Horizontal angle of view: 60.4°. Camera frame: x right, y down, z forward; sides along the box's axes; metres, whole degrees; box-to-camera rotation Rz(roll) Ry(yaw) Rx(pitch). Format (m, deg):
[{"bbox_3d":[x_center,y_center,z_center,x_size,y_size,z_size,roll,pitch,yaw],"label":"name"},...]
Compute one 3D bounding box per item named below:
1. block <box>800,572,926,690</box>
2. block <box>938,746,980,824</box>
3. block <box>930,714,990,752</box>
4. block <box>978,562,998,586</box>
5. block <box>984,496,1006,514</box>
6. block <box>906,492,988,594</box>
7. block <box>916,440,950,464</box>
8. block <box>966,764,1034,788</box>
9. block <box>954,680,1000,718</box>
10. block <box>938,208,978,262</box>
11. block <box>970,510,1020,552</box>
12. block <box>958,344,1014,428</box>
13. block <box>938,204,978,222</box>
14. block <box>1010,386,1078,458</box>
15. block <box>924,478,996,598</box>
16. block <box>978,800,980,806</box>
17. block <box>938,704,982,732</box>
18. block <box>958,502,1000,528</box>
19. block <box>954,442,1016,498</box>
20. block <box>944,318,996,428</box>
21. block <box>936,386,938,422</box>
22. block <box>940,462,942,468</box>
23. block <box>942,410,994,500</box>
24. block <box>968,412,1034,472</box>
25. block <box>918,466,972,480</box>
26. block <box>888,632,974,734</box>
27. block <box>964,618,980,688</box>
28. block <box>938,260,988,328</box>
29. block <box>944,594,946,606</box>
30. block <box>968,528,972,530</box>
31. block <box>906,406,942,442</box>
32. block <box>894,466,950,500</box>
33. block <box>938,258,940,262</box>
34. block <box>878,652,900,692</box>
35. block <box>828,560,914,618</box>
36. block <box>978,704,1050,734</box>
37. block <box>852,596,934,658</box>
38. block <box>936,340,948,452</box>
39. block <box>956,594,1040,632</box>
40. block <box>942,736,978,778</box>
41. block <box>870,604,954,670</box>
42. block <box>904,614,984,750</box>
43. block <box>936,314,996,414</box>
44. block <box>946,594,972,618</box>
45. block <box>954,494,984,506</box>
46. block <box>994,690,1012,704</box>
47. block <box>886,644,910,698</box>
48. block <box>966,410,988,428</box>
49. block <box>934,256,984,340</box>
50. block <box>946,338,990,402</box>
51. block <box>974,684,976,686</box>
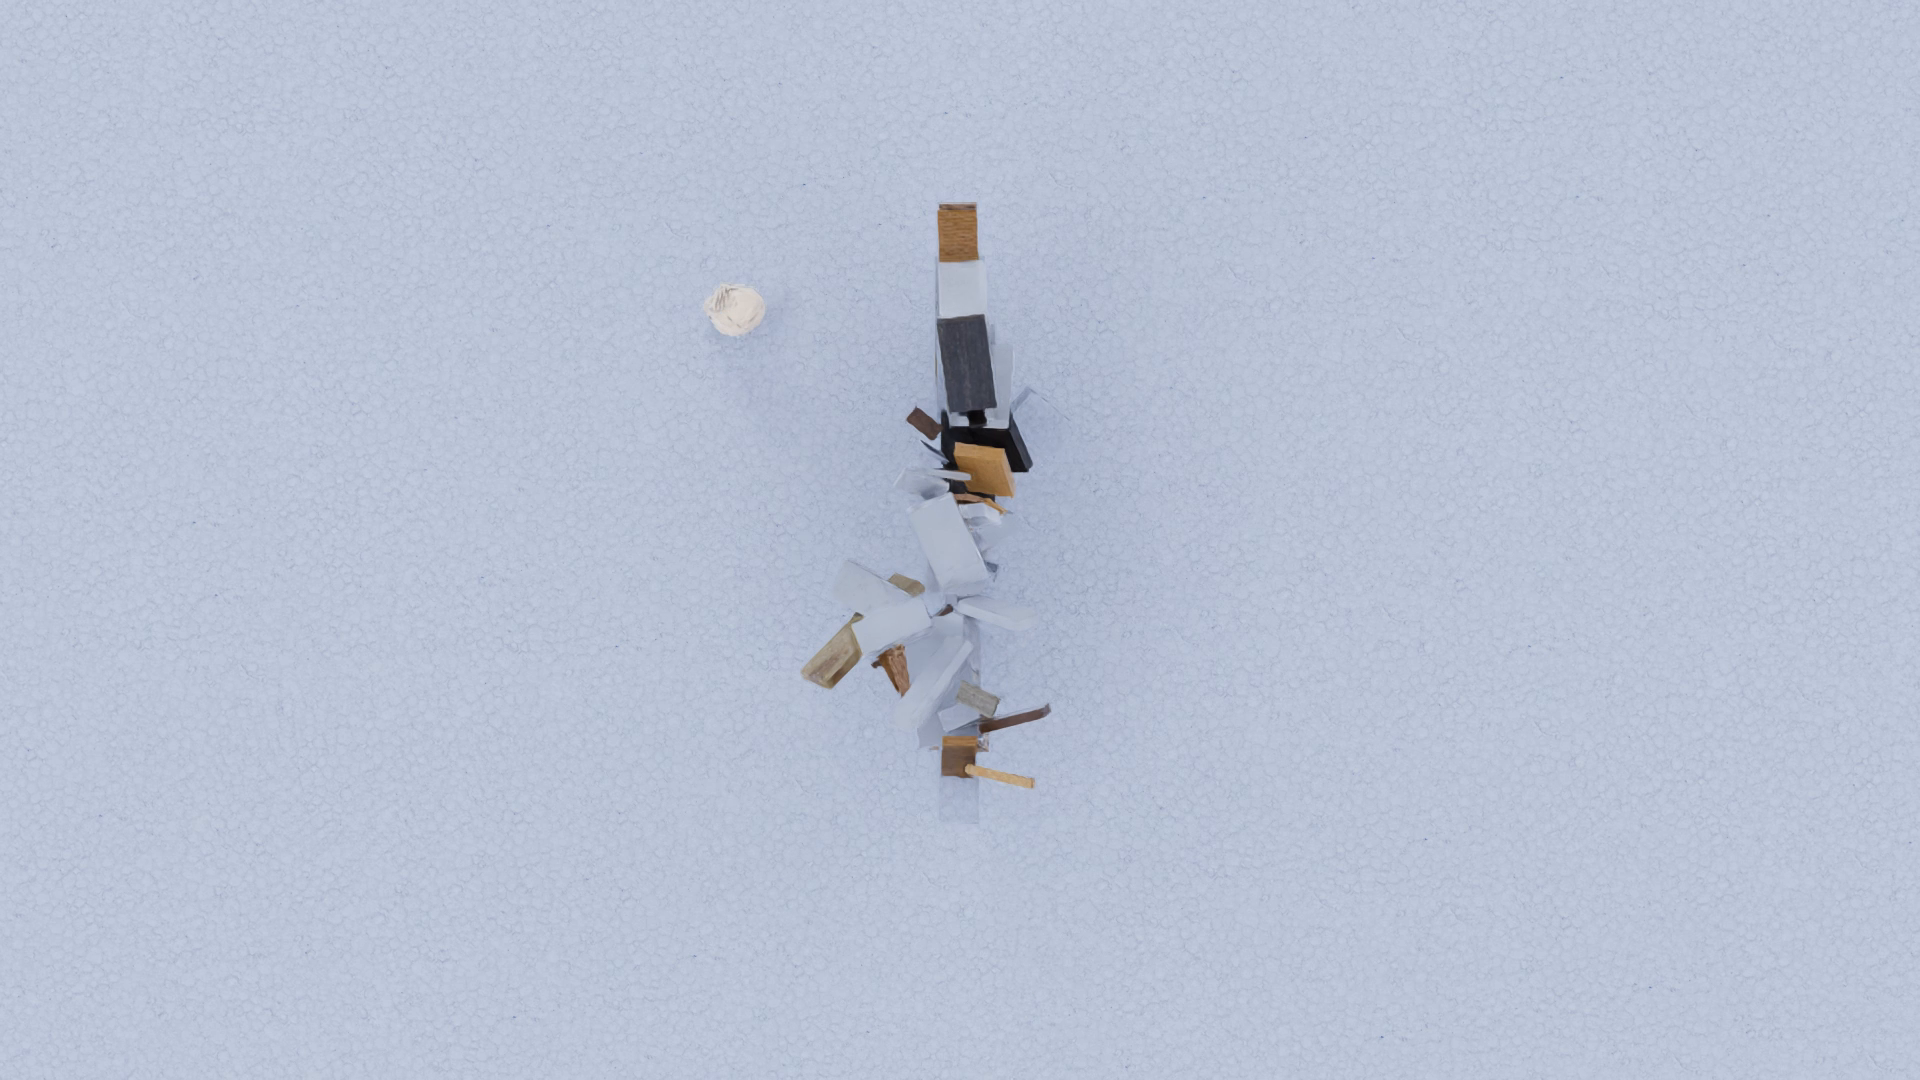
[{"bbox_3d":[-0.293,0.274,5.021,0.443,0.122,0.035,-46,130,-24],"label":"block"},{"bbox_3d":[-0.004,0.716,4.837,0.115,0.033,0.230,-1,76,0],"label":"block"},{"bbox_3d":[-0.004,0.554,4.812,0.178,0.368,0.050,1,71,0],"label":"block"},{"bbox_3d":[0.039,0.088,4.893,0.136,0.313,0.039,13,94,2],"label":"block"},{"bbox_3d":[0.070,-0.056,5.041,0.073,0.021,0.146,33,117,-12],"label":"block"},{"bbox_3d":[-0.034,0.008,4.663,0.136,0.039,0.273,-21,115,7],"label":"block"},{"bbox_3d":[-0.077,-0.251,4.713,0.014,0.097,0.049,-50,47,12],"label":"block"},{"bbox_3d":[0.111,0.655,4.574,0.184,0.092,0.026,12,83,9],"label":"block"},{"bbox_3d":[0.047,0.434,4.484,0.116,0.016,0.058,25,100,23],"label":"block"},{"bbox_3d":[-0.005,-0.820,4.656,0.110,0.031,0.221,-2,103,0],"label":"block"},{"bbox_3d":[0.103,-0.026,5.017,0.146,0.021,0.073,-27,126,-2],"label":"block"},{"bbox_3d":[0.076,-0.443,4.701,0.140,0.040,0.280,4,55,2],"label":"block"},{"bbox_3d":[-0.004,-0.834,5.075,0.110,0.867,0.031,0,77,0],"label":"block"},{"bbox_3d":[0.241,-0.352,4.947,0.122,0.035,0.245,-49,134,7],"label":"block"},{"bbox_3d":[0.002,-0.009,5.115,0.180,0.051,0.359,9,90,0],"label":"block"},{"bbox_3d":[-0.001,0.761,5.170,0.115,0.660,0.033,0,95,0],"label":"block"},{"bbox_3d":[0.000,0.480,4.532,0.116,0.016,0.058,-26,88,26],"label":"block"},{"bbox_3d":[0.027,-0.069,4.793,0.136,0.273,0.039,-5,84,11],"label":"block"},{"bbox_3d":[0.074,-0.202,4.793,0.140,0.280,0.040,9,72,12],"label":"block"},{"bbox_3d":[0.033,-0.492,4.875,0.160,0.045,0.320,-4,120,2],"label":"block"},{"bbox_3d":[0.000,-0.483,5.083,0.148,0.042,0.295,0,127,0],"label":"block"},{"bbox_3d":[0.005,-0.305,5.208,0.135,0.038,0.271,0,90,0],"label":"block"},{"bbox_3d":[0.025,-0.236,5.034,0.160,0.045,0.320,-1,102,0],"label":"block"},{"bbox_3d":[0.103,-0.317,4.854,0.140,0.280,0.040,5,48,33],"label":"block"},{"bbox_3d":[-0.044,-0.191,4.717,0.142,0.071,0.020,6,96,-39],"label":"block"},{"bbox_3d":[-0.081,0.394,4.546,0.030,0.105,0.301,41,79,-27],"label":"block"},{"bbox_3d":[0.006,0.355,5.157,0.109,0.290,0.031,0,133,0],"label":"block"},{"bbox_3d":[0.009,-0.673,4.552,0.131,0.037,0.261,-2,48,-1],"label":"block"},{"bbox_3d":[-0.004,0.180,5.402,0.099,0.197,0.028,2,70,0],"label":"block"},{"bbox_3d":[-0.001,0.026,5.054,0.073,0.021,0.146,21,110,-1],"label":"block"},{"bbox_3d":[-0.100,-0.326,4.635,0.097,0.014,0.049,38,89,-7],"label":"block"},{"bbox_3d":[-0.109,-0.155,4.667,0.142,0.020,0.071,19,132,-21],"label":"block"},{"bbox_3d":[-0.005,-0.792,4.793,0.110,0.221,0.031,-3,93,0],"label":"block"},{"bbox_3d":[-0.198,0.401,5.129,0.065,0.018,0.130,-29,67,-6],"label":"block"},{"bbox_3d":[-0.265,0.170,4.968,0.245,0.035,0.122,30,96,21],"label":"block"},{"bbox_3d":[0.150,0.490,4.535,0.184,0.092,0.026,-16,90,16],"label":"block"},{"bbox_3d":[-0.187,0.244,4.620,0.211,0.030,0.105,-23,59,0],"label":"block"},{"bbox_3d":[0.011,-0.423,5.029,0.160,0.045,0.420,-1,133,0],"label":"block"},{"bbox_3d":[0.105,0.204,4.617,0.211,0.105,0.030,16,109,32],"label":"block"},{"bbox_3d":[-0.004,0.608,4.612,0.092,0.456,0.026,1,71,-1],"label":"block"},{"bbox_3d":[-0.152,0.305,5.234,0.315,0.065,0.018,-37,96,-3],"label":"block"},{"bbox_3d":[-0.052,0.395,4.629,0.178,0.050,0.356,-9,78,-1],"label":"block"},{"bbox_3d":[0.019,-0.478,4.479,0.131,0.037,0.261,-6,117,4],"label":"block"},{"bbox_3d":[0.001,0.232,5.289,0.099,0.028,0.197,3,89,0],"label":"block"},{"bbox_3d":[0.013,-0.117,4.806,0.071,0.142,0.020,-4,84,21],"label":"block"},{"bbox_3d":[0.078,0.444,4.534,0.116,0.058,0.016,-17,97,25],"label":"block"},{"bbox_3d":[-0.105,0.372,4.848,0.178,0.356,0.050,-10,64,1],"label":"block"},{"bbox_3d":[0.026,-0.448,4.651,0.049,0.014,0.334,-10,54,0],"label":"block"},{"bbox_3d":[0.000,-0.702,4.939,0.148,0.042,0.295,0,98,0],"label":"block"},{"bbox_3d":[0.021,-0.511,4.646,0.130,0.037,0.301,-6,60,3],"label":"block"},{"bbox_3d":[-0.008,0.550,5.014,0.109,0.031,0.219,0,84,0],"label":"block"}]
